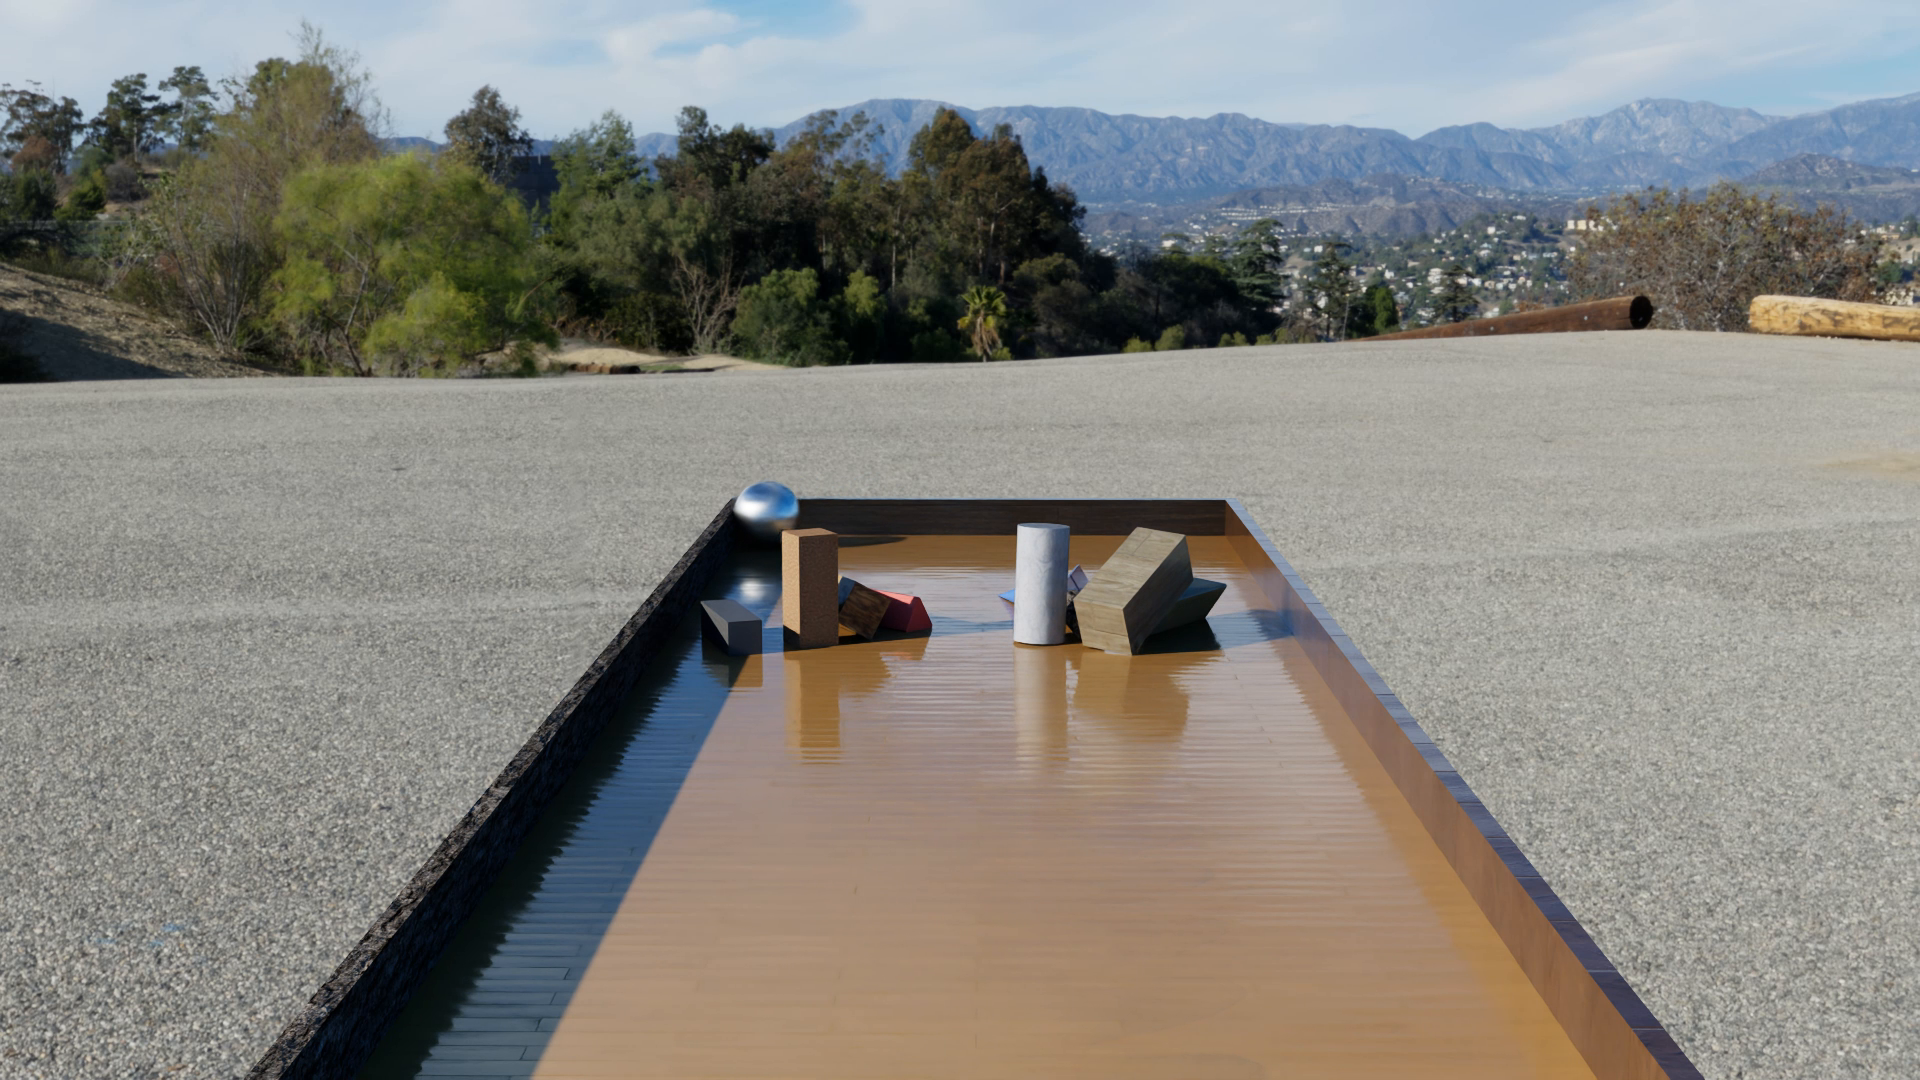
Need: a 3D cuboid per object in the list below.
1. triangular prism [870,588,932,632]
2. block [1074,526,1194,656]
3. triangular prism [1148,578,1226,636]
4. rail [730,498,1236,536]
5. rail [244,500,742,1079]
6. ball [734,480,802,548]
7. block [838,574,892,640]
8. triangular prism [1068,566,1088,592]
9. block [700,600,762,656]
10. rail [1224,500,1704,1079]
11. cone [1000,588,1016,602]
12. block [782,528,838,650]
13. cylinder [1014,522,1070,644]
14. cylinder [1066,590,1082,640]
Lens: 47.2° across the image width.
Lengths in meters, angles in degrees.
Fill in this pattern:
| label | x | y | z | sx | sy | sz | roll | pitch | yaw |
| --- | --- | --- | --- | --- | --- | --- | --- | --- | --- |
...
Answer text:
| label | x | y | z | sx | sy | sz | roll | pitch | yaw |
| --- | --- | --- | --- | --- | --- | --- | --- | --- | --- |
| triangular prism | -0.272 | 0.217 | 7.280 | 0.381 | 0.106 | 0.123 | 8 | 13 | 42 |
| block | 0.548 | 0.157 | 6.902 | 0.176 | 0.176 | 0.412 | 10 | 39 | 33 |
| triangular prism | 0.689 | 0.191 | 7.191 | 0.127 | 0.147 | 0.413 | 44 | 30 | 23 |
| rail | 0.099 | -0.098 | 9.147 | 2.100 | 0.150 | 0.050 | 0 | 9 | 1 |
| rail | -1.004 | 0.839 | 3.234 | 0.050 | 0.150 | 12.000 | 0 | 9 | 1 |
| ball | -0.769 | -0.101 | 8.787 | 0.270 | 0.270 | 0.270 | 0 | 9 | 0 |
| block | -0.388 | 0.199 | 7.129 | 0.142 | 0.142 | 0.362 | 30 | -6 | -28 |
| triangular prism | 0.380 | 0.167 | 7.640 | 0.108 | 0.093 | 0.451 | 1 | 9 | 11 |
| block | -0.723 | 0.274 | 6.937 | 0.107 | 0.107 | 0.373 | -3 | 10 | -19 |
| rail | 1.046 | 0.843 | 3.208 | 0.050 | 0.150 | 12.000 | 0 | 9 | 1 |
| cone | 0.196 | 0.194 | 7.616 | 0.106 | 0.106 | 0.333 | -4 | 1 | -22 |
| block | -0.471 | 0.151 | 6.920 | 0.133 | 0.355 | 0.133 | -5 | 10 | -27 |
| cylinder | 0.257 | 0.136 | 6.956 | 0.166 | 0.365 | 0.166 | 2 | 6 | 0 |
| cylinder | 0.391 | 0.244 | 7.117 | 0.111 | 0.111 | 0.312 | -1 | 9 | -7 |
